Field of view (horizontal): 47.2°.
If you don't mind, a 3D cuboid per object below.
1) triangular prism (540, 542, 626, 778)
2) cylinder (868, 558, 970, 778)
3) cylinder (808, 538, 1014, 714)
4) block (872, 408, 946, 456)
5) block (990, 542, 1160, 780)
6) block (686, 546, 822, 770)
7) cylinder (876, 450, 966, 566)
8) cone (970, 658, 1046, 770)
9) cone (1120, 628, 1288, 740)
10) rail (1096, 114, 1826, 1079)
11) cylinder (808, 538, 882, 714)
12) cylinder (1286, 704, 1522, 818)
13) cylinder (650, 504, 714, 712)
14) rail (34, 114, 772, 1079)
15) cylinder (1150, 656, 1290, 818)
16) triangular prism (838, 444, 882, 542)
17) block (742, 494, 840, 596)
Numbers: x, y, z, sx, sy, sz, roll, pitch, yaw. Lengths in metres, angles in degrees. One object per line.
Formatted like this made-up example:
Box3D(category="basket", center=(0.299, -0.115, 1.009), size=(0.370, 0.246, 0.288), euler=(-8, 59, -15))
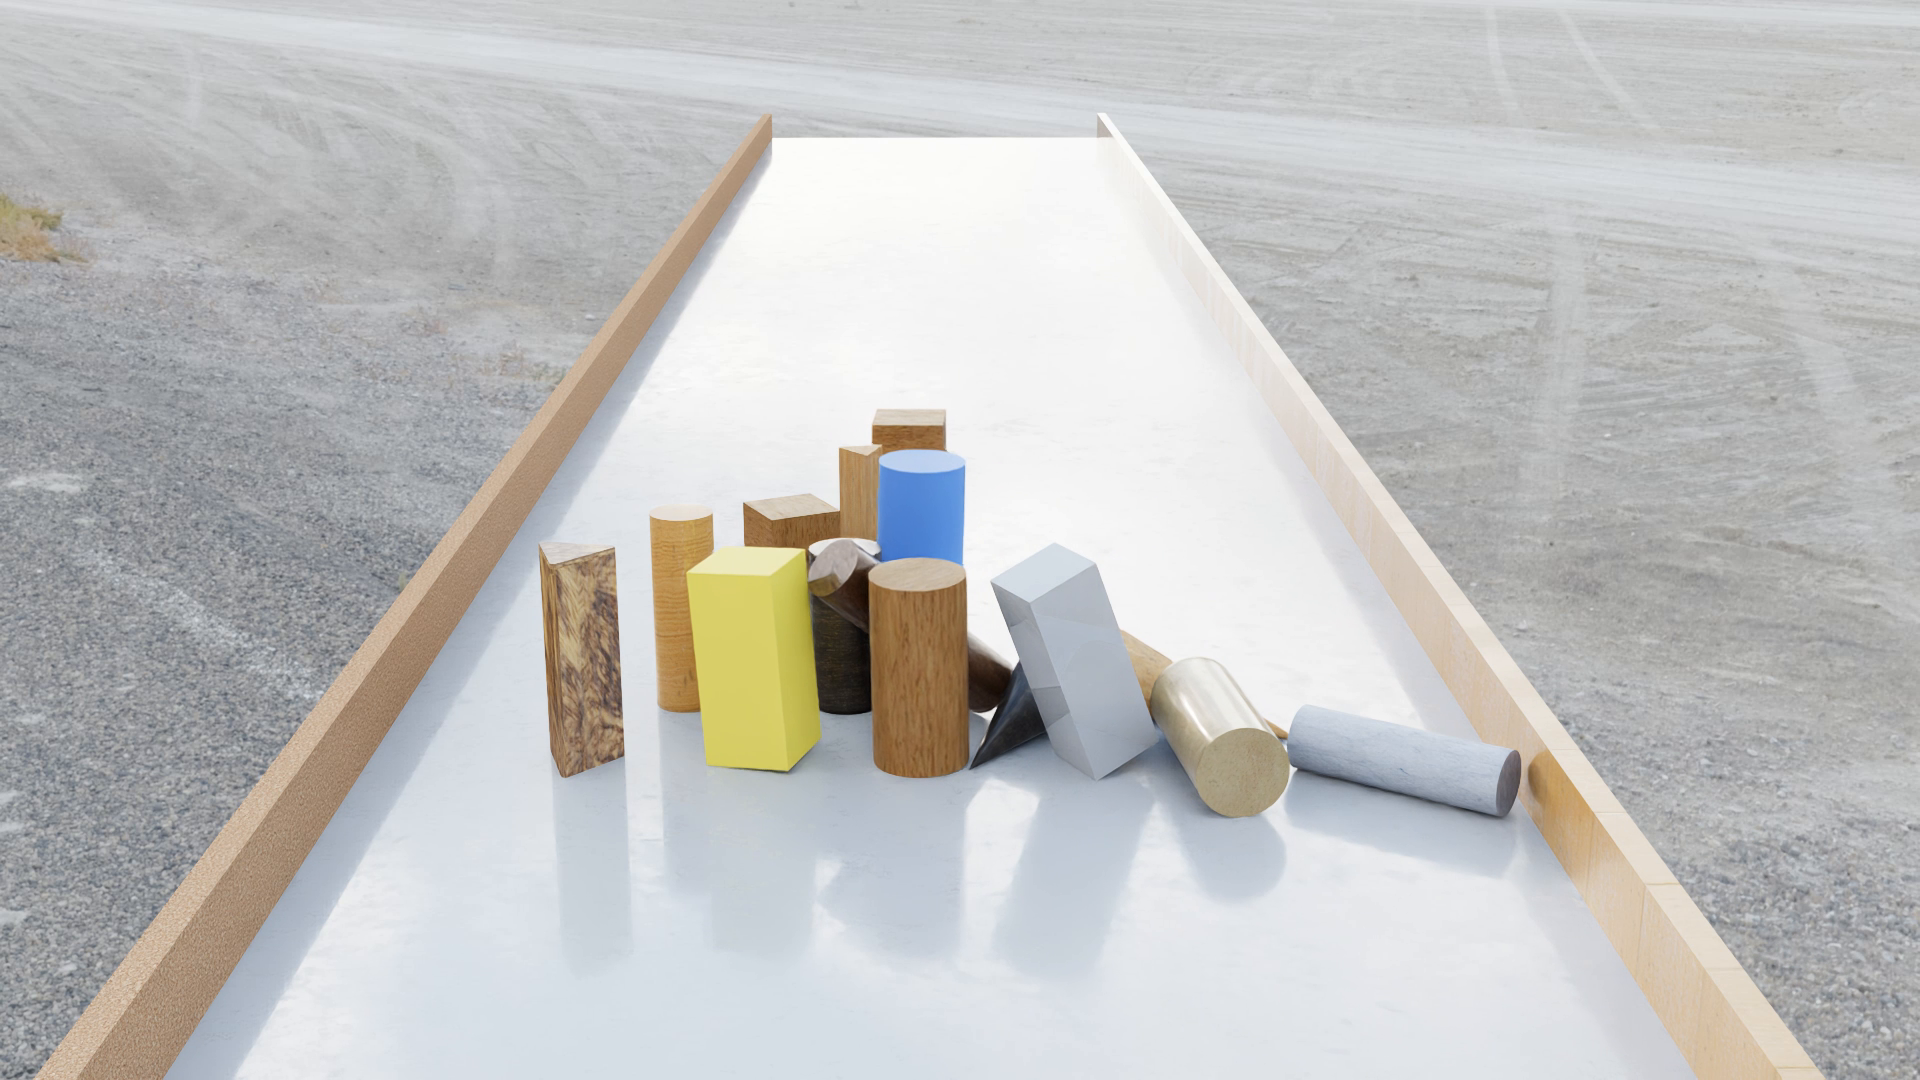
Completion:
Box3D(category="triangular prism", center=(-0.690, 0.201, 3.865), size=(0.120, 0.390, 0.139), euler=(14, 22, 39))
Box3D(category="cylinder", center=(-0.071, 0.223, 3.856), size=(0.171, 0.347, 0.171), euler=(-1, 19, 0))
Box3D(category="cylinder", center=(-0.084, 0.161, 4.010), size=(0.454, 0.117, 0.117), euler=(39, -11, -37))
Box3D(category="block", center=(-0.109, -0.081, 4.820), size=(0.153, 0.387, 0.153), euler=(0, 17, 2))
Box3D(category="block", center=(0.200, 0.211, 3.818), size=(0.139, 0.374, 0.139), euler=(-30, 27, -18))
Box3D(category="block", center=(-0.361, 0.207, 3.884), size=(0.156, 0.357, 0.156), euler=(2, 17, 19))
Box3D(category="cylinder", center=(-0.080, 0.040, 4.366), size=(0.172, 0.409, 0.172), euler=(1, 18, 0))
Box3D(category="cone", center=(0.099, 0.329, 3.978), size=(0.165, 0.165, 0.321), euler=(10, 34, 31))
Box3D(category="cone", center=(0.441, 0.301, 4.070), size=(0.417, 0.167, 0.167), euler=(20, 23, 22))
Box3D(category="rail", center=(0.932, -0.844, 7.801), size=(0.050, 0.150, 12.000), euler=(0, 17, -1))
Box3D(category="cylinder", center=(-0.214, 0.162, 4.146), size=(0.137, 0.306, 0.137), euler=(0, 17, 0))
Box3D(category="cylinder", center=(0.757, 0.375, 3.765), size=(0.380, 0.114, 0.114), euler=(11, 20, 33))
Box3D(category="cylinder", center=(-0.518, 0.128, 4.136), size=(0.118, 0.376, 0.118), euler=(0, 17, 0))
Box3D(category="rail", center=(-1.118, -0.838, 7.780), size=(0.050, 0.150, 12.000), euler=(0, 17, -1))
Box3D(category="cylinder", center=(0.446, 0.336, 3.815), size=(0.161, 0.161, 0.353), euler=(-2, 17, -7))
Box3D(category="triangular prism", center=(-0.192, -0.012, 4.614), size=(0.079, 0.373, 0.091), euler=(-15, 22, -40))
Box3D(category="block", center=(-0.334, 0.084, 4.394), size=(0.146, 0.314, 0.146), euler=(-8, 19, -26))
